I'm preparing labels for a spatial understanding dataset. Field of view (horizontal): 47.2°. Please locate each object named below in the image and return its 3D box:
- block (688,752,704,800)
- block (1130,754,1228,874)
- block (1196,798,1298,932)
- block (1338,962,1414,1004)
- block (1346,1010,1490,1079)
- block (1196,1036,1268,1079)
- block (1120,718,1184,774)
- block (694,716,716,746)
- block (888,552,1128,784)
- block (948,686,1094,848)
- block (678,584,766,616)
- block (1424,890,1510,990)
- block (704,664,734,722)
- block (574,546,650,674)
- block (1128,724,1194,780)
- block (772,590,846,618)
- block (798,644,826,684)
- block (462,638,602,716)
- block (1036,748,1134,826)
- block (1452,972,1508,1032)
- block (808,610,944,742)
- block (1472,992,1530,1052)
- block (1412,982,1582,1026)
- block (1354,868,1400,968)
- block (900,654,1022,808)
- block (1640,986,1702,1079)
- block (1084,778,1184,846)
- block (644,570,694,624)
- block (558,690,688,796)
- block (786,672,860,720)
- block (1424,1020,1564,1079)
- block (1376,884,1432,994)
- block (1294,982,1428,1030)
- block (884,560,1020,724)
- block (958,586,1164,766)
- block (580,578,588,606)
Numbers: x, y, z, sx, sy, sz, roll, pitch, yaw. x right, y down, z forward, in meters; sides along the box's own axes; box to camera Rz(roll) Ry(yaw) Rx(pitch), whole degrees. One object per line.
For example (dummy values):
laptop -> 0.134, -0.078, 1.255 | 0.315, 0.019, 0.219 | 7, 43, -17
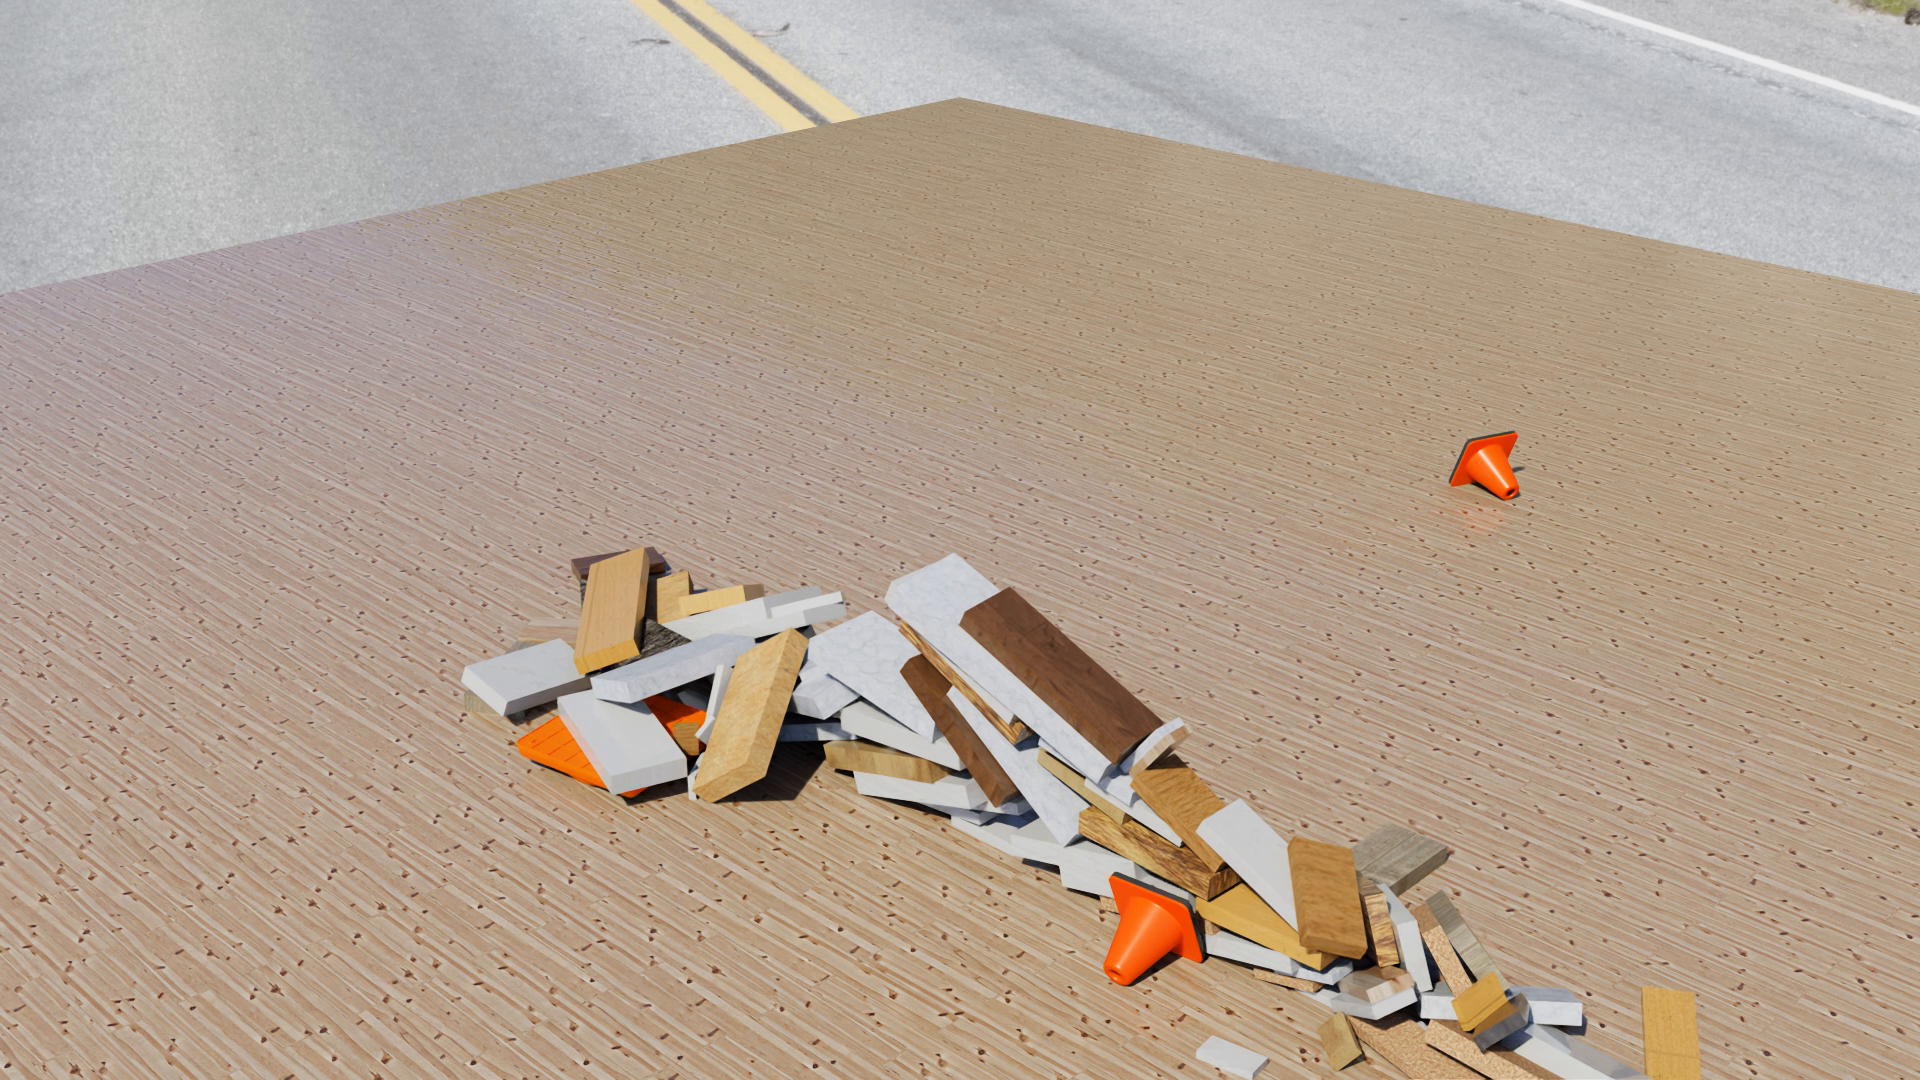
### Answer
block -> -0.539, 0.487, 4.543 | 0.015, 0.054, 0.107 | 3, 23, 9
block -> 0.422, 0.491, 3.963 | 0.111, 0.031, 0.222 | -22, 59, -42
block -> 0.551, 0.579, 3.877 | 0.111, 0.031, 0.274 | -22, 57, -42
block -> 0.709, 0.756, 3.762 | 0.082, 0.023, 0.164 | -20, -1, -9
block -> 0.779, 0.868, 3.660 | 0.082, 0.023, 0.323 | -20, 31, -27
block -> 0.457, 0.869, 3.692 | 0.107, 0.015, 0.054 | 16, 28, 33
block -> 0.349, 0.373, 3.989 | 0.067, 0.133, 0.019 | -23, 70, -41
block -> -0.505, 0.420, 4.621 | 0.015, 0.107, 0.054 | 24, 71, 48
block -> 0.118, 0.233, 4.105 | 0.526, 0.051, 0.179 | 40, 42, 19
block -> 0.151, 0.399, 4.212 | 0.165, 0.047, 0.373 | -22, 66, -41
block -> -0.558, 0.140, 5.187 | 0.152, 0.043, 0.303 | -11, -1, 4
block -> 0.883, 0.702, 3.838 | 0.038, 0.133, 0.265 | -36, 0, 6
block -> -0.496, 0.351, 4.669 | 0.022, 0.155, 0.077 | -9, -27, 42
block -> -0.812, 0.158, 5.158 | 0.141, 0.040, 0.613 | -19, 20, 1
block -> 0.363, 0.383, 3.977 | 0.067, 0.133, 0.019 | -23, 70, -42
block -> -0.329, 0.140, 4.785 | 0.155, 0.022, 0.077 | -14, -2, 3
block -> -0.310, 0.254, 4.630 | 0.076, 0.021, 0.177 | -27, 16, -5
block -> -0.949, 0.303, 4.882 | 0.141, 0.040, 0.283 | 35, 29, 26
block -> 0.263, 0.444, 4.123 | 0.111, 0.031, 0.221 | -21, 43, -40
block -> 0.866, 0.770, 3.668 | 0.107, 0.054, 0.015 | -25, 2, -37
block -> -0.119, 0.269, 4.406 | 0.353, 0.050, 0.176 | 31, 38, 33
block -> 0.891, 0.791, 3.617 | 0.086, 0.024, 0.173 | -34, -10, 13
block -> 0.918, 0.795, 3.775 | 0.266, 0.038, 0.133 | 2, 0, 4
block -> 0.725, 0.669, 3.912 | 0.035, 0.124, 0.248 | -12, 1, -1
block -> 0.043, 0.348, 4.263 | 0.165, 0.047, 0.330 | -20, 66, -40
block -> 1.205, 0.848, 3.730 | 0.086, 0.024, 0.270 | 6, 24, 13
block -> 0.350, 0.473, 4.042 | 0.221, 0.031, 0.111 | 31, 37, 29
block -> -0.713, 0.172, 5.250 | 0.152, 0.043, 0.303 | -17, 24, -1
block -> -0.708, 0.409, 4.588 | 0.160, 0.045, 0.357 | -12, 28, -24
block -> -0.328, 0.291, 4.668 | 0.176, 0.050, 0.447 | -33, 17, -25
block -> 0.982, 0.896, 3.526 | 0.133, 0.038, 0.492 | 15, 6, -46
block -> 0.770, 0.698, 3.864 | 0.035, 0.124, 0.248 | -14, 6, 0
block -> 0.700, 0.814, 3.824 | 0.248, 0.015, 0.053 | 20, 30, 39
block -> 0.041, 0.185, 4.202 | 0.179, 0.051, 0.358 | -23, 58, -42
block -> 0.186, 0.246, 4.053 | 0.398, 0.038, 0.133 | 41, 42, 21
block -> -0.871, 0.148, 5.374 | 0.108, 0.030, 0.215 | -4, 23, -10
